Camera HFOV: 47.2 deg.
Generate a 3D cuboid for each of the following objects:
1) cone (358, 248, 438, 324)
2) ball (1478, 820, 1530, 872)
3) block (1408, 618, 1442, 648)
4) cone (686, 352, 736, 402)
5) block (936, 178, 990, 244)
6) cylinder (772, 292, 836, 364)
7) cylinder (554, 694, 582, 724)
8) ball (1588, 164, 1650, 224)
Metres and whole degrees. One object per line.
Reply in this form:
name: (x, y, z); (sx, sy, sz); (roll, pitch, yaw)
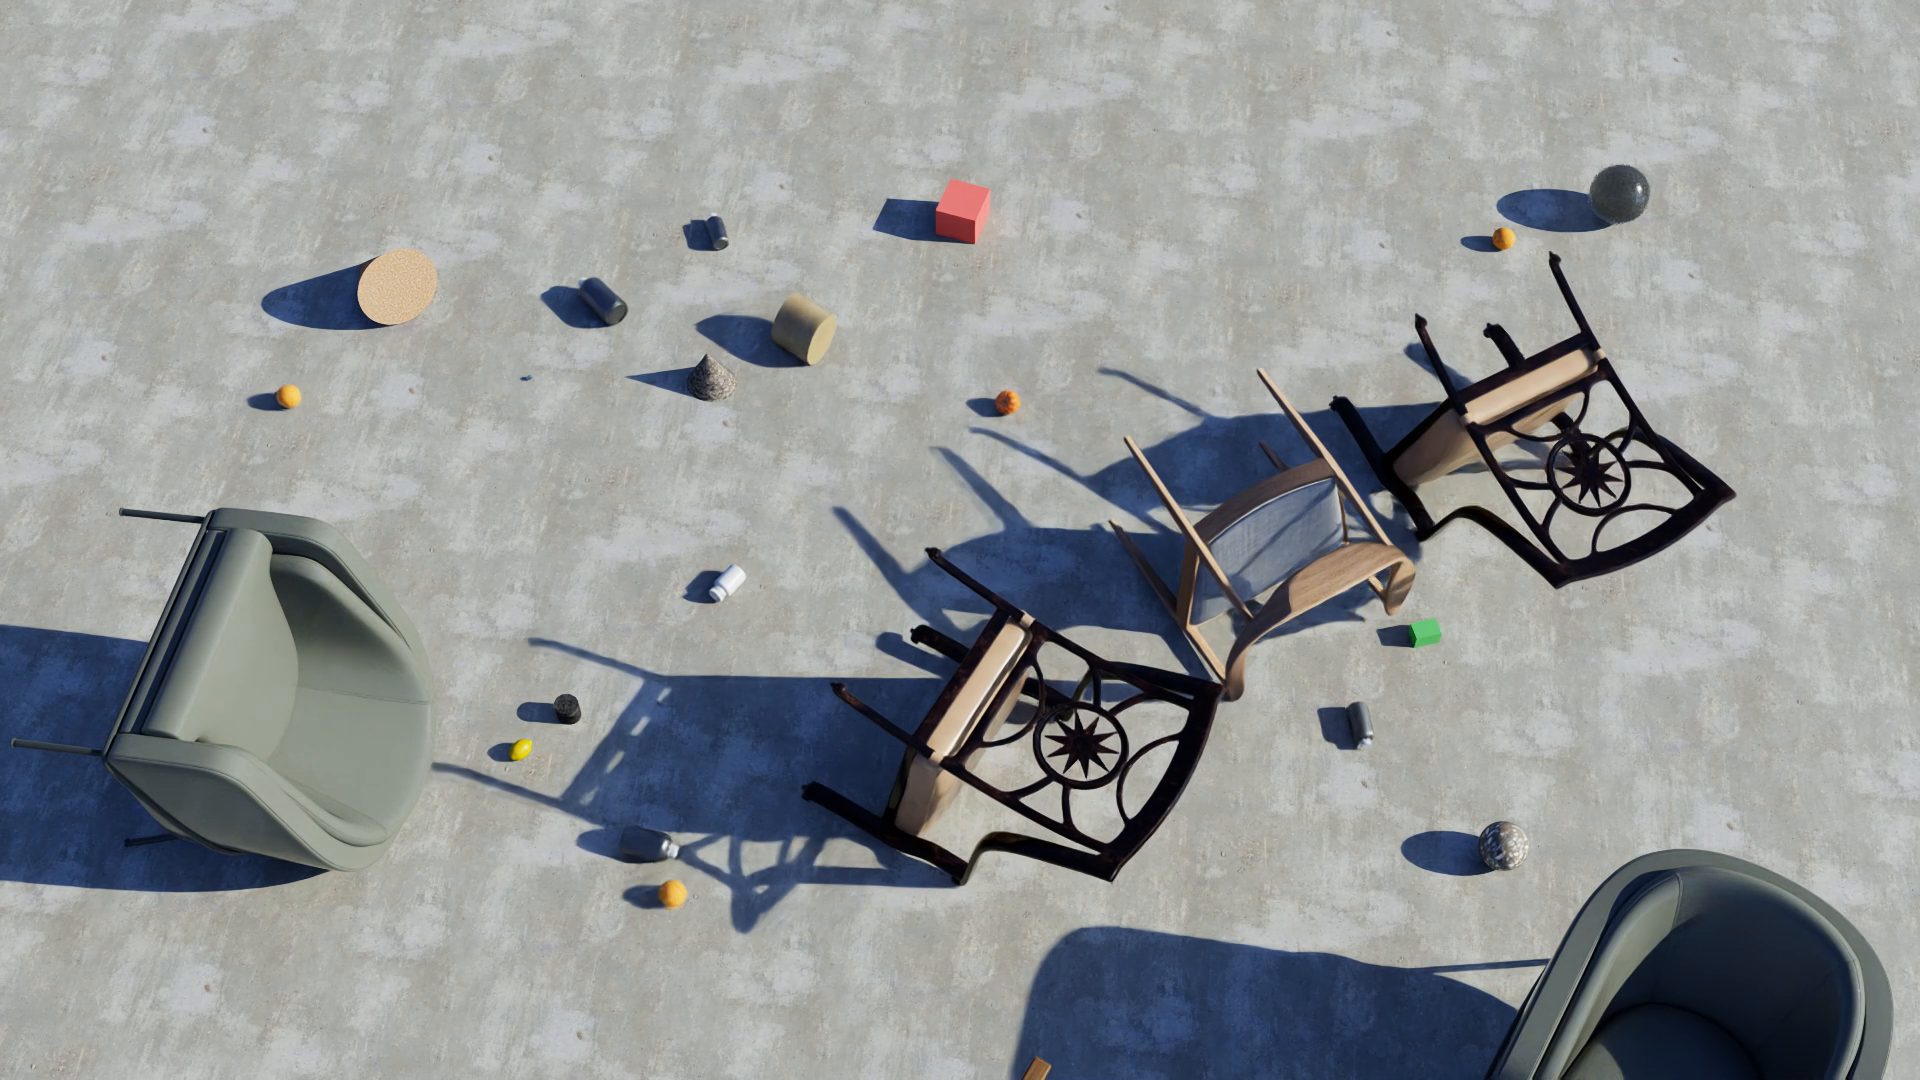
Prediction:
cone: (-1.872, -0.852, 7.079); (0.273, 0.242, 0.283); (-31, 38, -27)
ball: (1.468, 0.826, 5.939); (0.134, 0.134, 0.134); (0, 56, 0)
block: (1.344, 0.269, 6.363); (0.076, 0.050, 0.054); (-12, 57, -8)
cone: (-0.780, -0.535, 6.842); (0.159, 0.151, 0.147); (17, 58, 11)
block: (0.010, -1.080, 7.229); (0.137, 0.115, 0.148); (16, 58, 11)
cylinder: (-0.490, -0.666, 6.923); (0.148, 0.180, 0.128); (33, 26, 20)
cylinder: (-1.108, 0.479, 6.214); (0.069, 0.064, 0.064); (15, 57, 10)
ball: (2.165, -1.136, 7.220); (0.193, 0.193, 0.193); (0, 56, 0)
